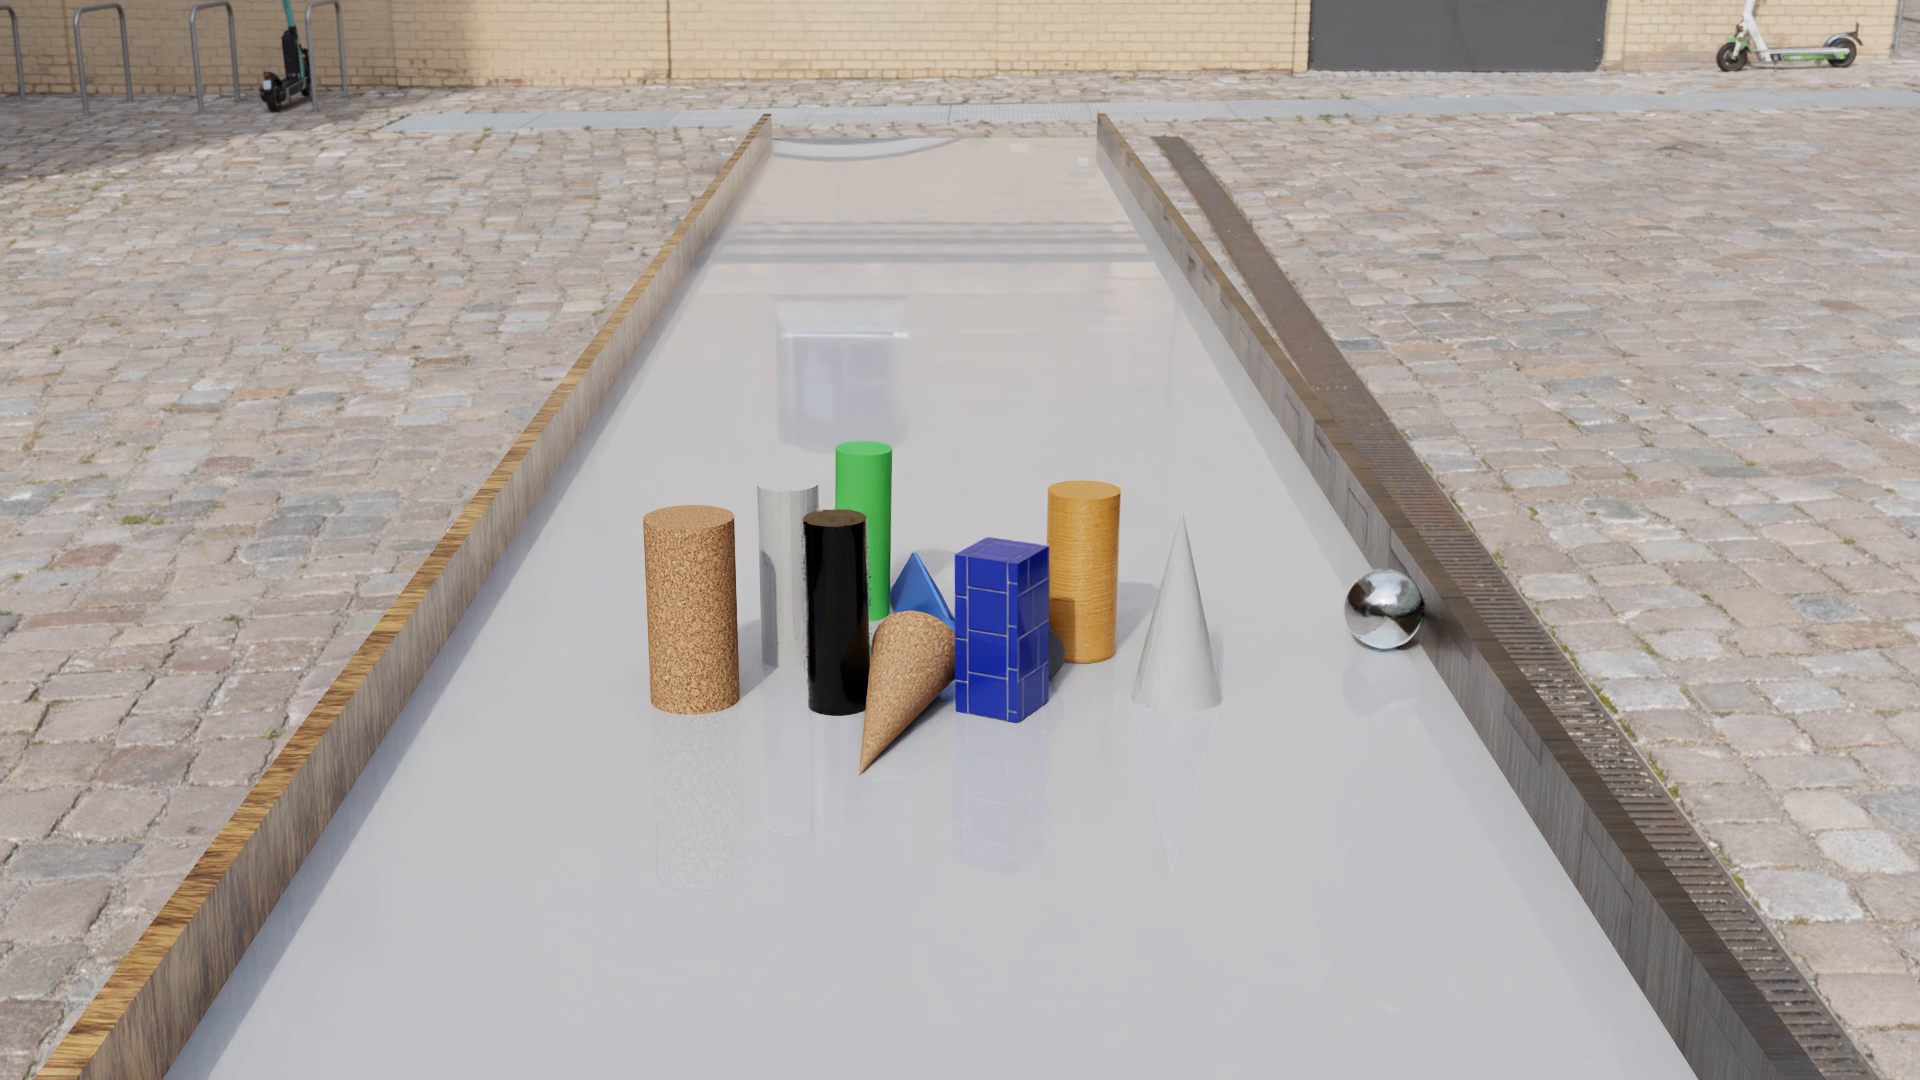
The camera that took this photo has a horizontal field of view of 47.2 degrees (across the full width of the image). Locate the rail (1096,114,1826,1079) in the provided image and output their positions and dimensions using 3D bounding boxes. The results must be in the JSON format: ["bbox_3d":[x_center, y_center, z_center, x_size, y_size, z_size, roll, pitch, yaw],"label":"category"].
[{"bbox_3d":[0.932,-0.844,7.801,0.050,0.150,12.000,0,17,-1],"label":"rail"}]

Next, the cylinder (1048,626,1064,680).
[{"bbox_3d":[0.116,0.178,4.428,0.114,0.114,0.338,-3,17,-11],"label":"cylinder"}]

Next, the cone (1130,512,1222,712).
[{"bbox_3d":[0.415,0.120,4.166,0.177,0.375,0.177,0,17,0],"label":"cone"}]

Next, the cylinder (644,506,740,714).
[{"bbox_3d":[-0.506,0.131,4.154,0.169,0.361,0.169,0,17,0],"label":"cylinder"}]

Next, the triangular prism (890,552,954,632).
[{"bbox_3d":[-0.063,0.136,4.589,0.113,0.098,0.450,-2,17,-9],"label":"triangular prism"}]

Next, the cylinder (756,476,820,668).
[{"bbox_3d":[-0.339,0.063,4.377,0.122,0.364,0.122,0,17,0],"label":"cylinder"}]

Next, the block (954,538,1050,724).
[{"bbox_3d":[0.079,0.167,4.121,0.131,0.309,0.131,8,18,27],"label":"block"}]

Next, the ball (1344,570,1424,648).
[{"bbox_3d":[0.863,0.140,4.473,0.161,0.161,0.161,0,17,0],"label":"ball"}]

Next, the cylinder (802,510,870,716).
[{"bbox_3d":[-0.230,0.136,4.123,0.118,0.369,0.118,0,17,0],"label":"cylinder"}]

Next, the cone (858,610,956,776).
[{"bbox_3d":[-0.129,0.313,4.022,0.178,0.178,0.425,4,29,13],"label":"cone"}]

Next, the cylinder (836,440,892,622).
[{"bbox_3d":[-0.205,-0.019,4.646,0.118,0.363,0.118,1,17,0],"label":"cylinder"}]

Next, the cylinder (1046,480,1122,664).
[{"bbox_3d":[0.245,0.063,4.416,0.146,0.340,0.146,1,16,0],"label":"cylinder"}]

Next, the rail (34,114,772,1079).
[{"bbox_3d":[-1.118,-0.838,7.780,0.050,0.150,12.000,0,17,-1],"label":"rail"}]
